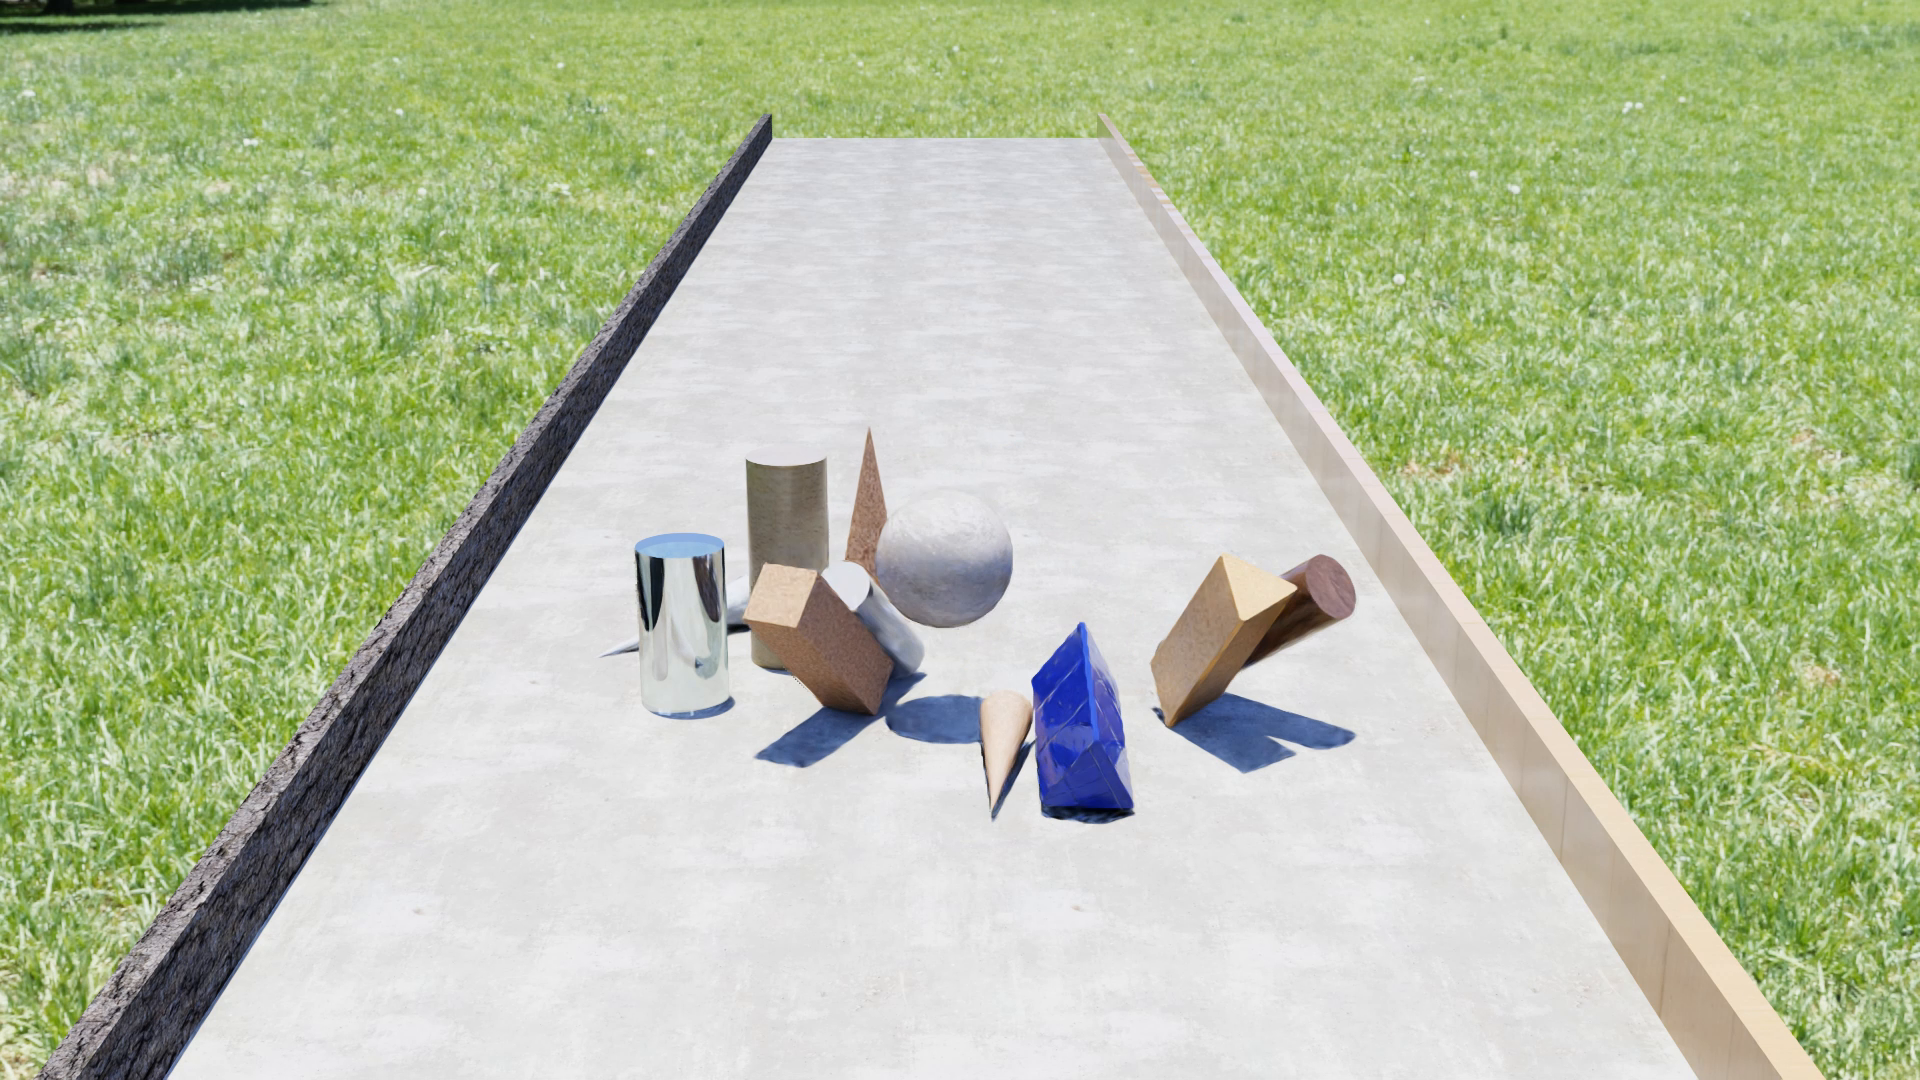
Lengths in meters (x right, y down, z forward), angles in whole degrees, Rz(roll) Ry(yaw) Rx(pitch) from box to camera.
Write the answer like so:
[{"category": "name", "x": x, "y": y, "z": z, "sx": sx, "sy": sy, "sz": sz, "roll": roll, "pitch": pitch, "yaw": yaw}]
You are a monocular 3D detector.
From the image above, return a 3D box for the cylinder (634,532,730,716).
[{"category": "cylinder", "x": -0.524, "y": 0.158, "z": 4.154, "sx": 0.167, "sy": 0.309, "sz": 0.167, "roll": 0, "pitch": 17, "yaw": 0}]

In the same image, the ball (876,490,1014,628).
[{"category": "ball", "x": -0.028, "y": 0.035, "z": 4.036, "sx": 0.255, "sy": 0.255, "sz": 0.255, "roll": 0, "pitch": 17, "yaw": 0}]

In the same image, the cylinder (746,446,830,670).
[{"category": "cylinder", "x": -0.341, "y": 0.035, "z": 4.372, "sx": 0.160, "sy": 0.419, "sz": 0.160, "roll": 0, "pitch": 17, "yaw": 0}]

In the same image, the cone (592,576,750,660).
[{"category": "cone", "x": -0.589, "y": 0.182, "z": 4.526, "sx": 0.389, "sy": 0.104, "sz": 0.104, "roll": -21, "pitch": 26, "yaw": -33}]

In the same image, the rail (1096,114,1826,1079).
[{"category": "rail", "x": 0.932, "y": -0.844, "z": 7.801, "sx": 0.050, "sy": 0.150, "sz": 12.000, "roll": 0, "pitch": 17, "yaw": -1}]

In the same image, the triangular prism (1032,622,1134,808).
[{"category": "triangular prism", "x": 0.216, "y": 0.295, "z": 3.797, "sx": 0.154, "sy": 0.133, "sz": 0.363, "roll": 4, "pitch": 30, "yaw": -3}]

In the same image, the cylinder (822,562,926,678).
[{"category": "cylinder", "x": -0.168, "y": 0.155, "z": 4.189, "sx": 0.107, "sy": 0.107, "sz": 0.332, "roll": 7, "pitch": -22, "yaw": 21}]

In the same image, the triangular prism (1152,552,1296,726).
[{"category": "triangular prism", "x": 0.450, "y": 0.170, "z": 3.986, "sx": 0.145, "sy": 0.355, "sz": 0.125, "roll": -28, "pitch": 68, "yaw": -35}]

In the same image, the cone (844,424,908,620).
[{"category": "cone", "x": -0.188, "y": -0.035, "z": 4.589, "sx": 0.159, "sy": 0.430, "sz": 0.159, "roll": 0, "pitch": 16, "yaw": 0}]

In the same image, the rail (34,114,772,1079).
[{"category": "rail", "x": -1.118, "y": -0.838, "z": 7.780, "sx": 0.050, "sy": 0.150, "sz": 12.000, "roll": 0, "pitch": 17, "yaw": -1}]

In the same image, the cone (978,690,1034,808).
[{"category": "cone", "x": 0.068, "y": 0.383, "z": 3.808, "sx": 0.100, "sy": 0.100, "sz": 0.373, "roll": 1, "pitch": 21, "yaw": 5}]

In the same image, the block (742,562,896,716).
[{"category": "block", "x": -0.253, "y": 0.185, "z": 4.011, "sx": 0.112, "sy": 0.112, "sz": 0.374, "roll": 8, "pitch": -25, "yaw": 26}]

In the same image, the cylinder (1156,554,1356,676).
[{"category": "cylinder", "x": 0.545, "y": 0.164, "z": 4.084, "sx": 0.126, "sy": 0.126, "sz": 0.408, "roll": -17, "pitch": -12, "yaw": -44}]
